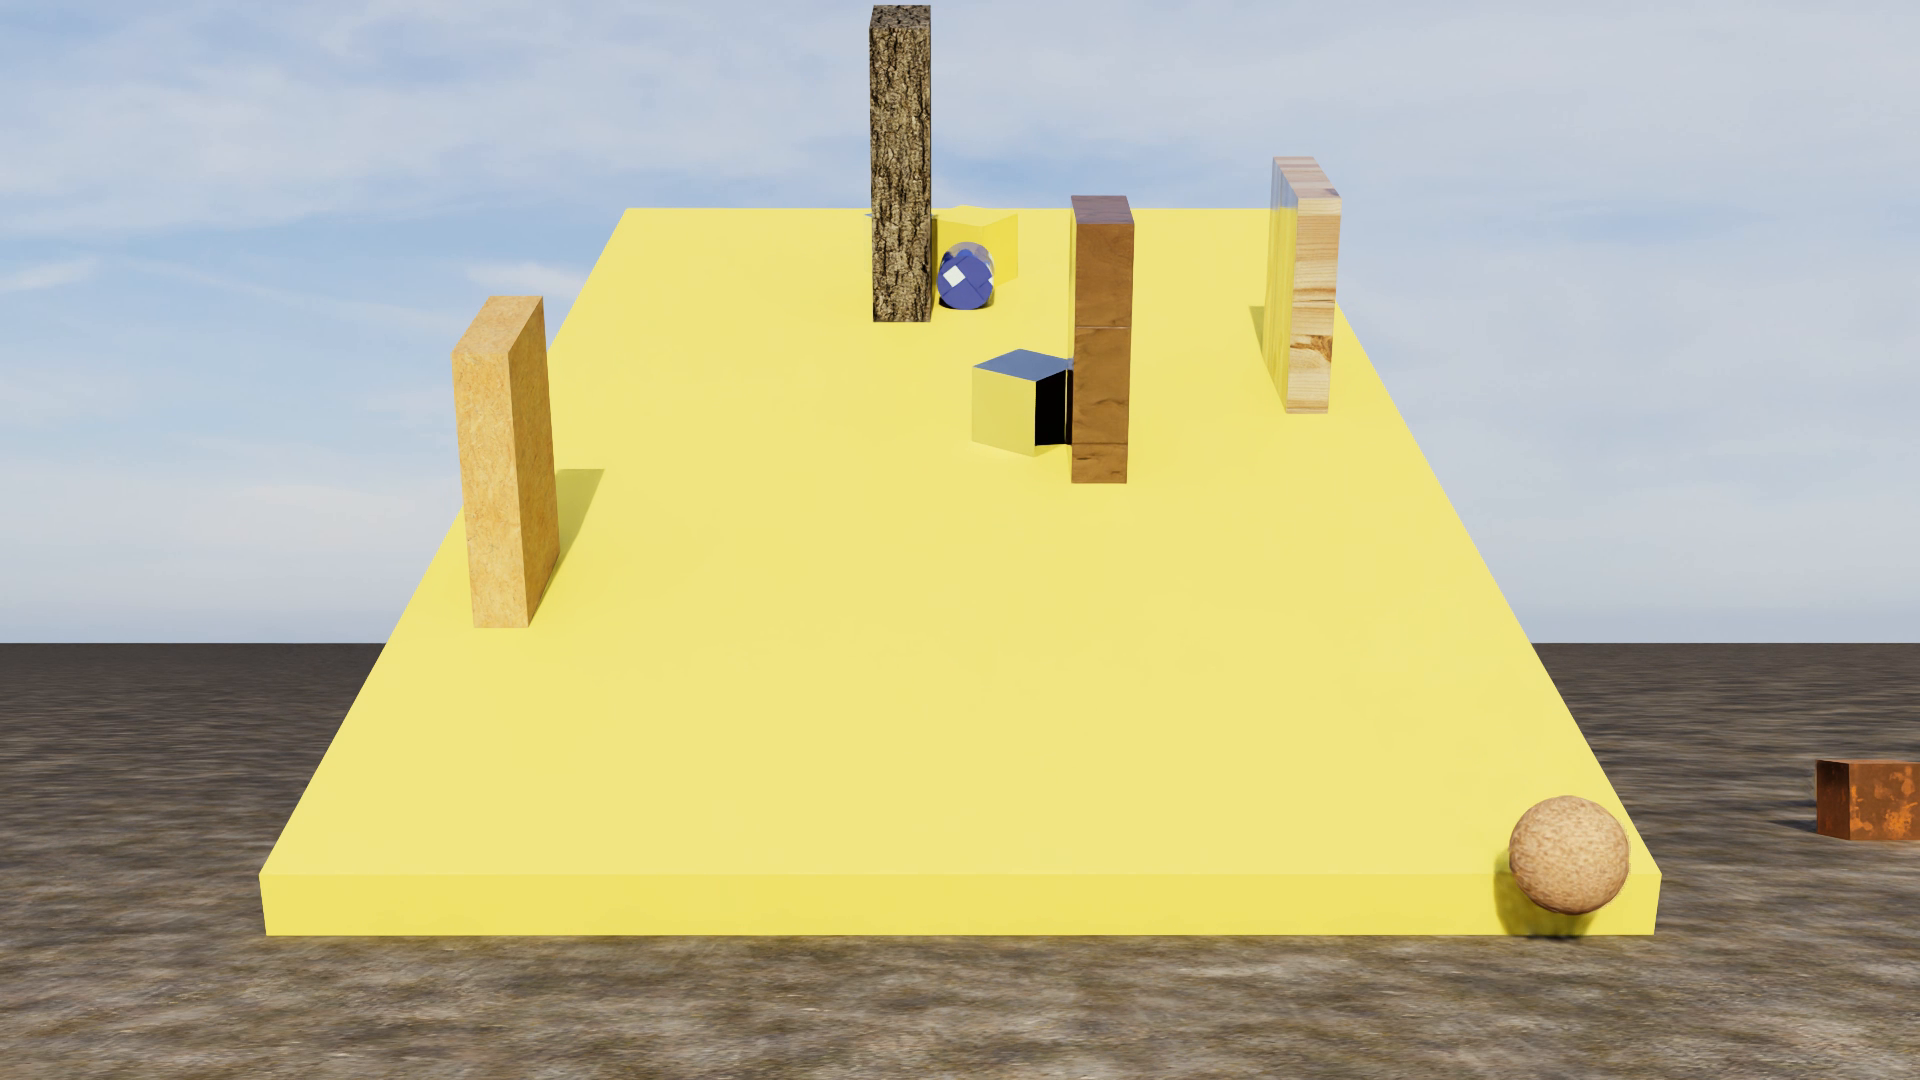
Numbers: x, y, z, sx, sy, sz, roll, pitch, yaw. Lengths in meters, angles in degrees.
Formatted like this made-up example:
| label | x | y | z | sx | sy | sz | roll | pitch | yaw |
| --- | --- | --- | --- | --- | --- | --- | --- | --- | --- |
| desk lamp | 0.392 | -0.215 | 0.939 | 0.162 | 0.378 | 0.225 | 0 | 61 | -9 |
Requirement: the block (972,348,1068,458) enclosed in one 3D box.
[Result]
| label | x | y | z | sx | sy | sz | roll | pitch | yaw |
| --- | --- | --- | --- | --- | --- | --- | --- | --- | --- |
| block | 0.145 | -0.299 | 4.981 | 0.171 | 0.171 | 0.171 | 16 | 27 | 35 |

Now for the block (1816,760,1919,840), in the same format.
| label | x | y | z | sx | sy | sz | roll | pitch | yaw |
| --- | --- | --- | --- | --- | --- | --- | --- | --- | --- |
| block | 1.954 | 0.557 | 4.926 | 0.162 | 0.162 | 0.162 | 0 | -2 | -3 |

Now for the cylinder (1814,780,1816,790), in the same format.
| label | x | y | z | sx | sy | sz | roll | pitch | yaw |
| --- | --- | --- | --- | --- | --- | --- | --- | --- | --- |
| cylinder | 2.227 | 0.618 | 5.761 | 0.110 | 0.110 | 0.110 | 2 | -3 | -38 |

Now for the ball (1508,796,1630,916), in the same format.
| label | x | y | z | sx | sy | sz | roll | pitch | yaw |
| --- | --- | --- | --- | --- | --- | --- | --- | --- | --- |
| ball | 0.840 | 0.435 | 3.164 | 0.163 | 0.163 | 0.163 | 0 | -2 | 0 |

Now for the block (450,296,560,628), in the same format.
| label | x | y | z | sx | sy | sz | roll | pitch | yaw |
| --- | --- | --- | --- | --- | --- | --- | --- | --- | --- |
| block | -0.814 | -0.146 | 4.139 | 0.097 | 0.508 | 0.359 | 0 | 22 | 0 |

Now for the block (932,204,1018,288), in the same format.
| label | x | y | z | sx | sy | sz | roll | pitch | yaw |
| --- | --- | --- | --- | --- | --- | --- | --- | --- | --- |
| block | 0.033 | -0.788 | 6.191 | 0.179 | 0.179 | 0.179 | 14 | 25 | 30 |

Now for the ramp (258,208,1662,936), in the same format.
| label | x | y | z | sx | sy | sz | roll | pitch | yaw |
| --- | --- | --- | --- | --- | --- | --- | --- | --- | --- |
| ramp | -0.006 | -0.220 | 5.146 | 2.000 | 0.100 | 4.000 | 0 | 22 | 0 |

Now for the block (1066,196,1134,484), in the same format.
| label | x | y | z | sx | sy | sz | roll | pitch | yaw |
| --- | --- | --- | --- | --- | --- | --- | --- | --- | --- |
| block | 0.288 | -0.417 | 4.767 | 0.116 | 0.550 | 0.244 | 0 | 22 | 0 |

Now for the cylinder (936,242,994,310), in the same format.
| label | x | y | z | sx | sy | sz | roll | pitch | yaw |
| --- | --- | --- | --- | --- | --- | --- | --- | --- | --- |
| cylinder | 0.016 | -0.691 | 5.992 | 0.146 | 0.146 | 0.146 | 0 | 22 | 3 |

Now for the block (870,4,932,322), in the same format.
| label | x | y | z | sx | sy | sz | roll | pitch | yaw |
| --- | --- | --- | --- | --- | --- | --- | --- | --- | --- |
| block | -0.149 | -0.967 | 5.881 | 0.147 | 0.741 | 0.371 | 0 | 22 | 0 |

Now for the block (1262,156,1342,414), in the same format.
| label | x | y | z | sx | sy | sz | roll | pitch | yaw |
| --- | --- | --- | --- | --- | --- | --- | --- | --- | --- |
| block | 0.783 | -0.593 | 5.285 | 0.095 | 0.493 | 0.430 | 0 | 22 | 0 |

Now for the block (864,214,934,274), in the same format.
| label | x | y | z | sx | sy | sz | roll | pitch | yaw |
| --- | --- | --- | --- | --- | --- | --- | --- | --- | --- |
| block | -0.154 | -0.807 | 6.264 | 0.158 | 0.158 | 0.158 | -15 | 26 | -33 |
